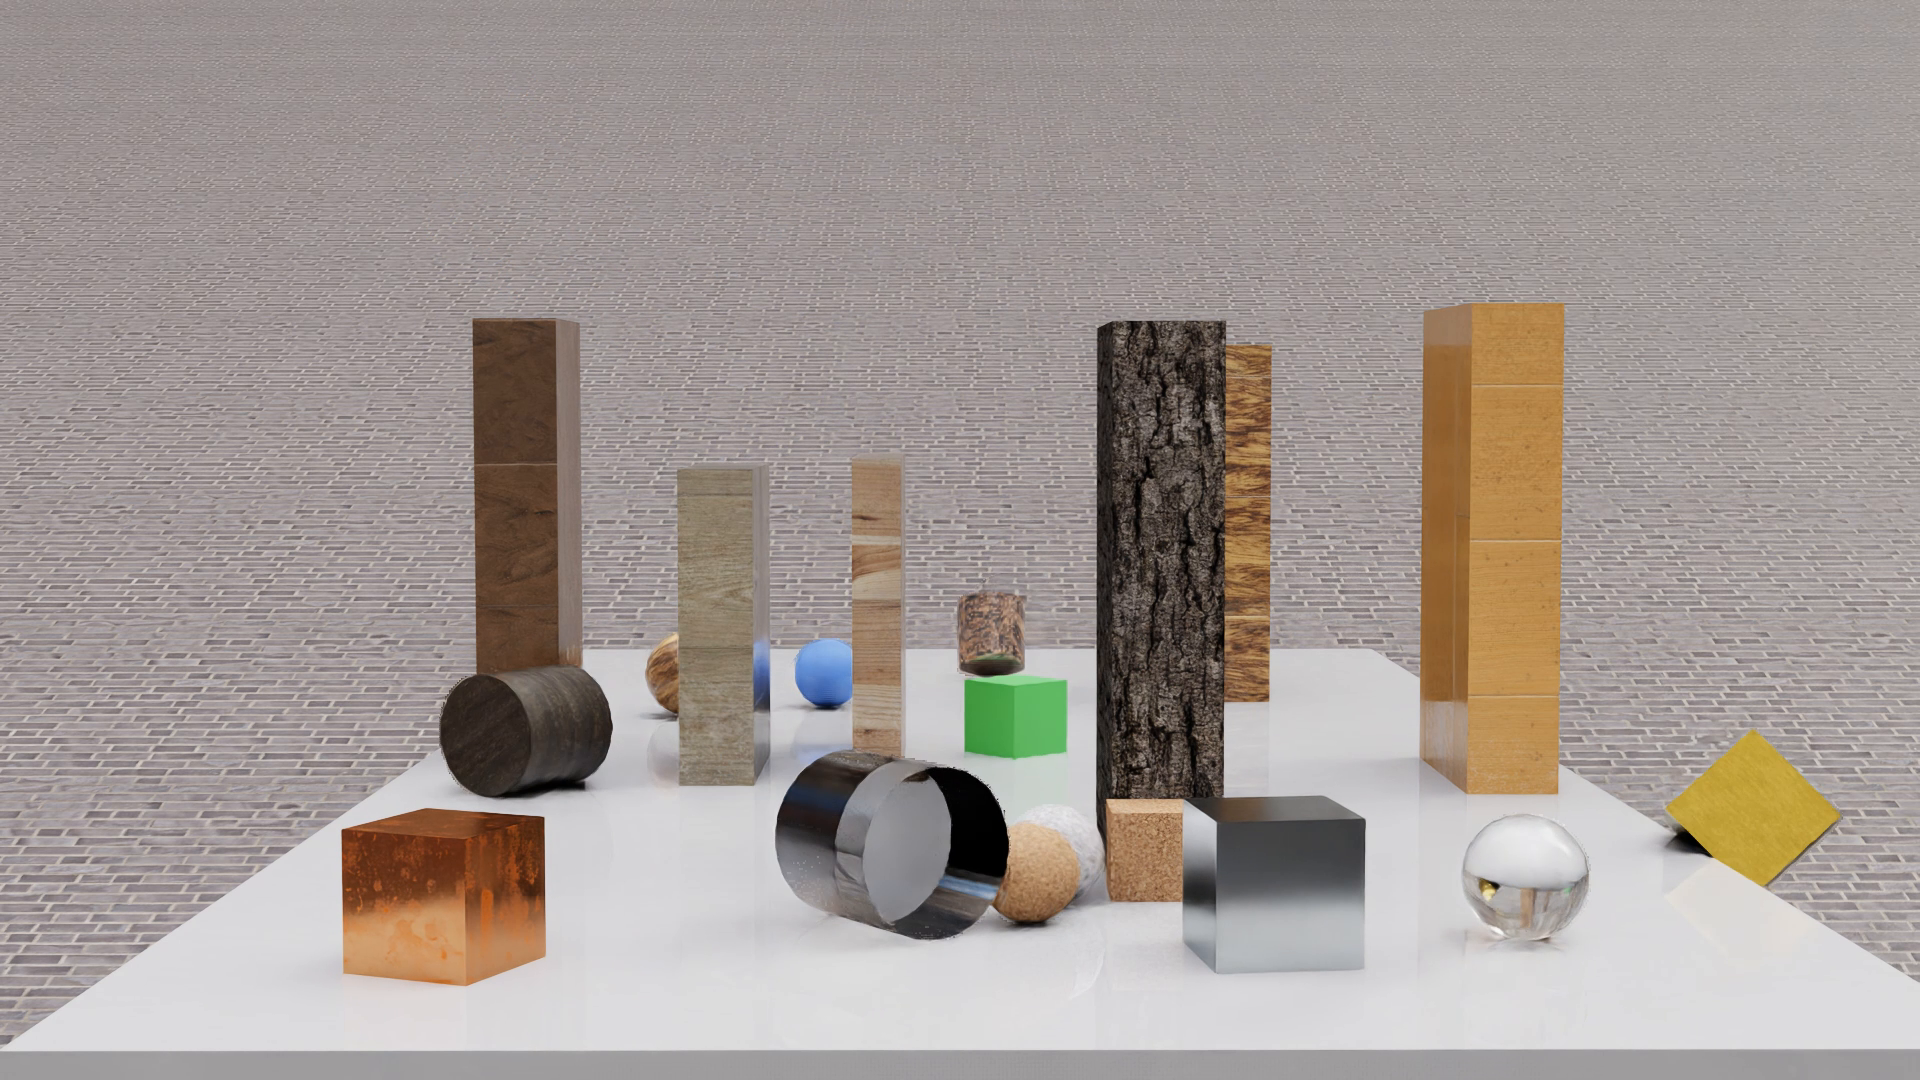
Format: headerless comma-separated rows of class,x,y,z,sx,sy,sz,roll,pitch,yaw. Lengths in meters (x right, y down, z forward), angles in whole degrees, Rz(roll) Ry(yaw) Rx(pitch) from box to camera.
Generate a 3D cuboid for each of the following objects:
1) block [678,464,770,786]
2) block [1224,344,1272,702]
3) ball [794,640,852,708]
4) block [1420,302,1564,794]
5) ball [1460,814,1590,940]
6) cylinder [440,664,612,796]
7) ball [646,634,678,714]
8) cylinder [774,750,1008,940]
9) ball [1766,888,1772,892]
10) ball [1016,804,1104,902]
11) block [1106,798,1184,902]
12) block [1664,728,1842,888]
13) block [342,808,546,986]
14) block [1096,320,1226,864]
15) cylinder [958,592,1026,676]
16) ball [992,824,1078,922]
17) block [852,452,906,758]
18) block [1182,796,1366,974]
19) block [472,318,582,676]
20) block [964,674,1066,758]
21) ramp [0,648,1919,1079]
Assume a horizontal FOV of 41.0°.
block,-0.403,0.134,4.423,0.123,0.523,0.384,0,3,0
block,0.577,-0.043,5.549,0.145,0.748,0.340,0,3,0
ball,-0.273,0.276,5.316,0.140,0.140,0.140,0,21,0
block,0.892,0.004,4.340,0.147,0.791,0.426,0,3,0
ball,0.669,0.399,3.041,0.149,0.149,0.149,0,21,0
cylinder,-0.709,0.310,4.205,0.196,0.196,0.196,14,10,32
ball,-0.551,0.270,5.187,0.166,0.166,0.166,0,21,0
cylinder,-0.084,0.366,3.112,0.205,0.205,0.205,-14,10,-33
ball,1.265,0.613,4.215,0.150,0.150,0.150,0,21,0
ball,0.121,0.399,3.261,0.125,0.125,0.125,0,21,0
block,0.249,0.401,3.325,0.114,0.114,0.114,0,3,0
block,1.126,0.397,3.664,0.167,0.167,0.167,48,2,19
block,-0.582,0.401,2.907,0.162,0.162,0.162,1,4,23
block,0.273,0.074,3.550,0.147,0.741,0.371,0,3,0
cylinder,0.073,0.215,5.846,0.153,0.153,0.153,0,-19,0
ball,0.085,0.408,3.144,0.120,0.120,0.120,0,21,0
block,-0.141,0.120,4.541,0.082,0.538,0.424,0,3,0
block,0.358,0.393,2.954,0.171,0.171,0.171,0,3,-8
block,-0.771,-0.004,4.610,0.144,0.778,0.286,0,3,0
block,0.101,0.318,4.647,0.131,0.131,0.131,-3,4,-42
ramp,0.049,0.440,4.532,2.000,0.100,4.000,0,3,0
